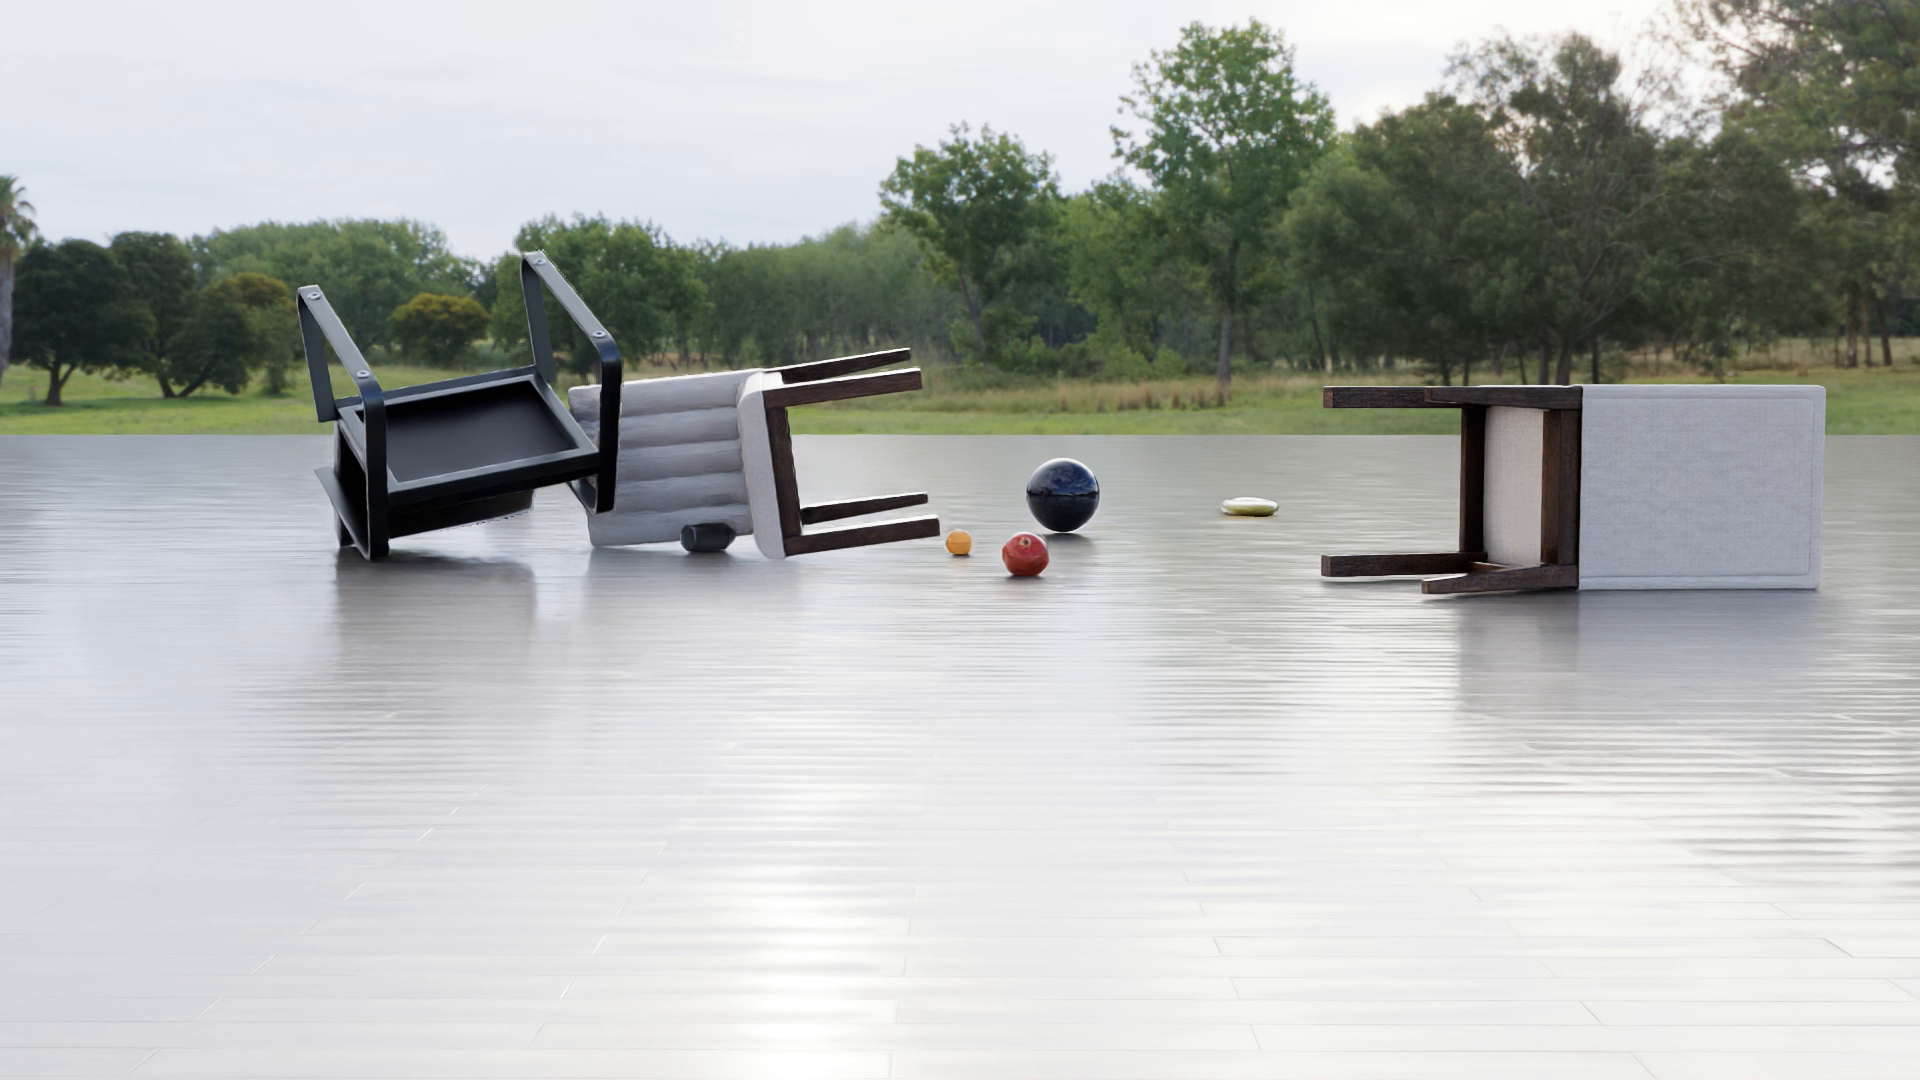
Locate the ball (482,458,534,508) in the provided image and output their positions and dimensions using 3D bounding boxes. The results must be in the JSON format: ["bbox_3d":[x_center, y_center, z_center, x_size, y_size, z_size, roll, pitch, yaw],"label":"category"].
[{"bbox_3d":[-1.719,-0.220,8.352,0.191,0.191,0.191,0,4,0],"label":"ball"}]

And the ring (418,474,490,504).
[{"bbox_3d":[-1.970,-0.202,8.730,0.353,0.106,0.387,0,3,-16],"label":"ring"}]

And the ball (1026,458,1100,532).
[{"bbox_3d":[0.322,-0.140,6.874,0.234,0.234,0.234,0,4,0],"label":"ball"}]

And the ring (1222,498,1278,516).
[{"bbox_3d":[1.039,-0.118,7.884,0.193,0.053,0.412,-1,4,-5],"label":"ring"}]
